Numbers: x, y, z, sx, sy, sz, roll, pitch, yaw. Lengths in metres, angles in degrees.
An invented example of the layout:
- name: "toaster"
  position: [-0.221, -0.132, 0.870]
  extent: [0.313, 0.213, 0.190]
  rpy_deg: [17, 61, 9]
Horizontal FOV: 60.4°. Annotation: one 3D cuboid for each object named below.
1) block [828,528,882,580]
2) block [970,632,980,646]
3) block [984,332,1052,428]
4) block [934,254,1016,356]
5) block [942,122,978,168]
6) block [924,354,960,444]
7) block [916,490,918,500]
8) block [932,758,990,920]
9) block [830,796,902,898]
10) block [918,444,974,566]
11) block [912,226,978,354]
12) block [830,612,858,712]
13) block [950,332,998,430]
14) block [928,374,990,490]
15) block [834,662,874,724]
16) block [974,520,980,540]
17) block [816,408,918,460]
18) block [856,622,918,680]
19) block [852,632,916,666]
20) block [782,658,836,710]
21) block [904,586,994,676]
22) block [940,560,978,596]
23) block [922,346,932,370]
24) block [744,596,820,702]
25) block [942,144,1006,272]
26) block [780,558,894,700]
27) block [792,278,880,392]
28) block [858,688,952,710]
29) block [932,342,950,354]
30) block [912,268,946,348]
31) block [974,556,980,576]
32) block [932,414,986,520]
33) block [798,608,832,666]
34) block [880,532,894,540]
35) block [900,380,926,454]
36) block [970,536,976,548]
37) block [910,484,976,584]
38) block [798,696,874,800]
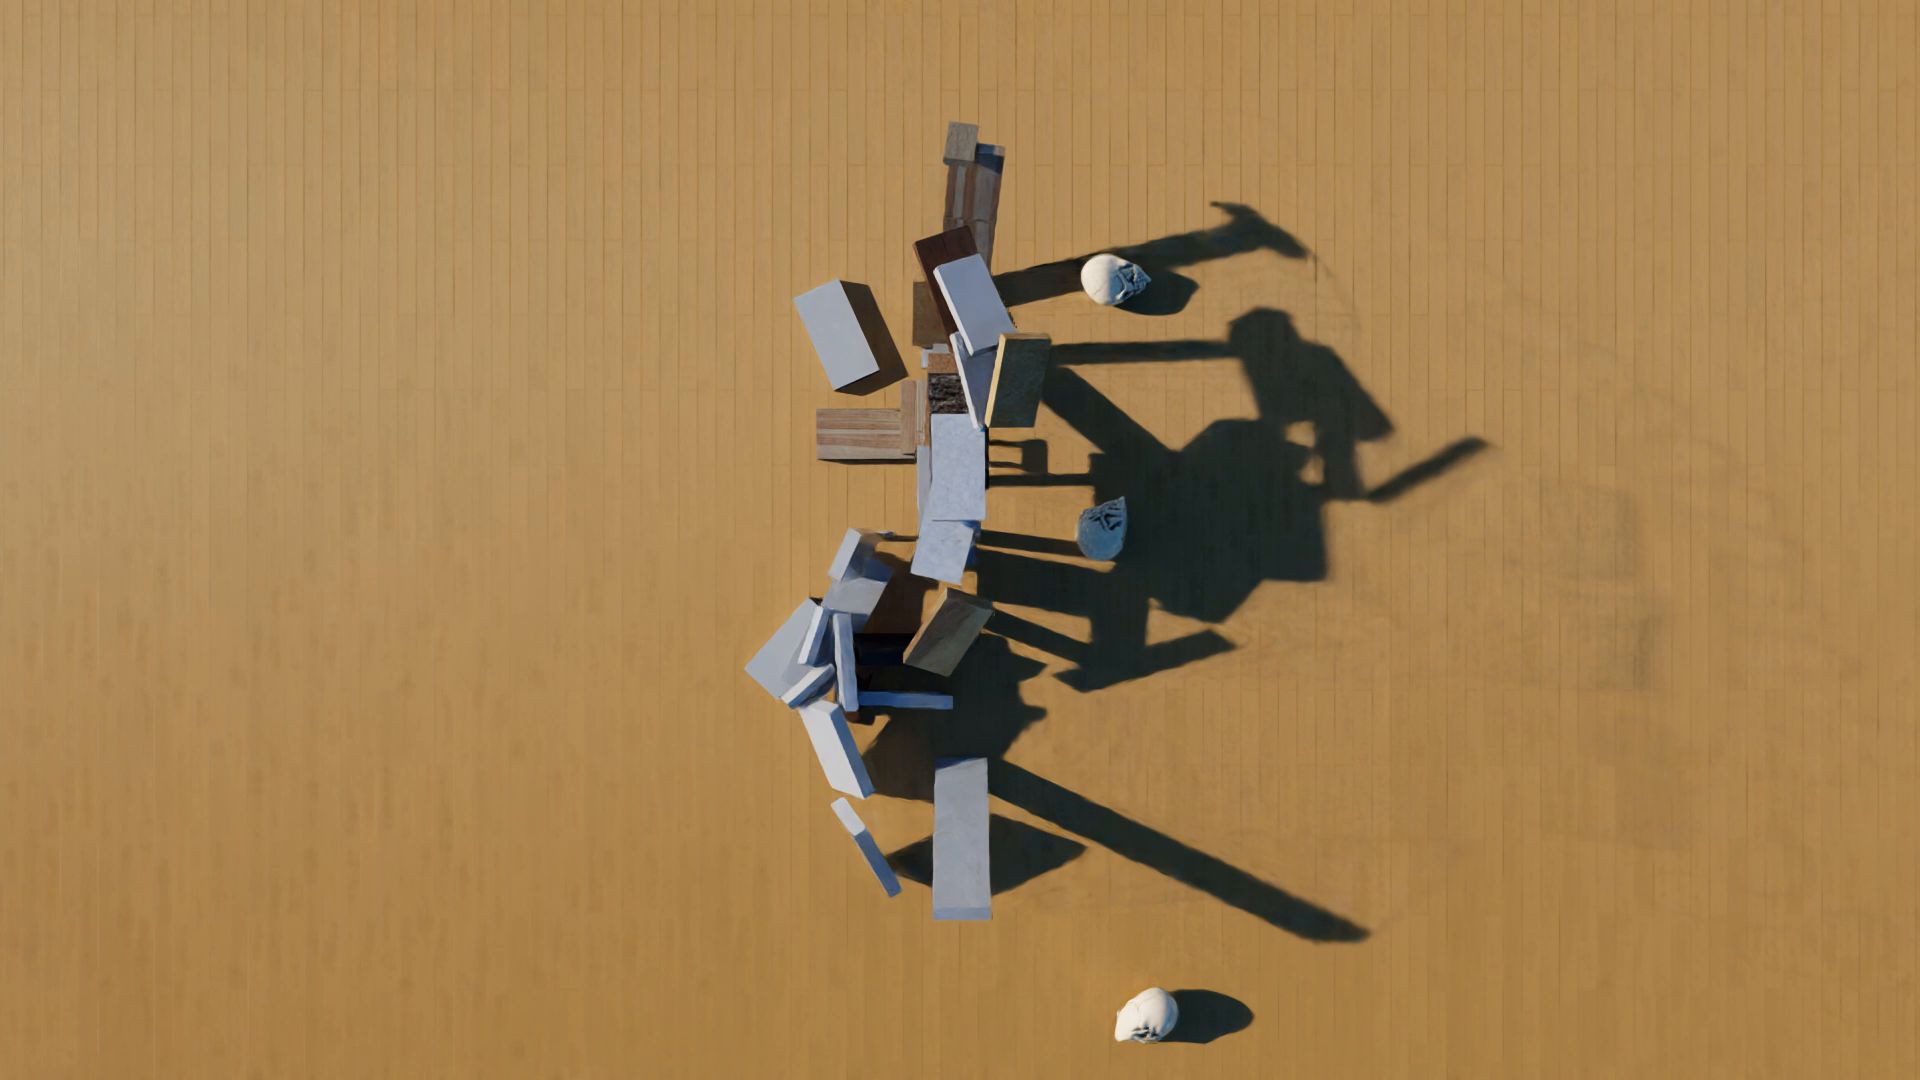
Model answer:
- name: "block"
  position: [-0.332, 0.044, 5.259]
  extent: [0.045, 0.320, 0.160]
  rpy_deg: [25, 94, 8]
- name: "block"
  position: [0.002, 0.275, 5.383]
  extent: [0.120, 0.239, 0.034]
  rpy_deg: [0, 113, 0]
- name: "block"
  position: [0.169, -0.467, 4.841]
  extent: [0.145, 0.041, 0.291]
  rpy_deg: [-2, 123, -21]
- name: "block"
  position: [0.047, -0.701, 4.915]
  extent: [0.145, 0.041, 0.291]
  rpy_deg: [-20, 77, -16]
- name: "block"
  position: [0.003, -1.203, 5.020]
  extent: [0.091, 0.026, 0.182]
  rpy_deg: [7, 49, 0]
- name: "block"
  position: [-0.019, -0.396, 5.100]
  extent: [0.177, 0.050, 0.354]
  rpy_deg: [3, 115, -2]
- name: "block"
  position: [-0.044, -0.241, 5.218]
  extent: [0.131, 0.037, 0.262]
  rpy_deg: [15, 80, 3]
- name: "block"
  position: [0.004, 0.926, 5.190]
  extent: [0.171, 0.699, 0.049]
  rpy_deg: [0, 122, 0]
- name: "block"
  position: [-0.299, 0.993, 5.322]
  extent: [0.049, 0.171, 0.343]
  rpy_deg: [-33, 130, -11]
- name: "block"
  position: [-0.043, -0.107, 5.146]
  extent: [0.177, 0.050, 0.379]
  rpy_deg: [0, 106, -1]
- name: "block"
  position: [-0.001, -0.759, 4.998]
  extent: [0.175, 0.050, 0.350]
  rpy_deg: [-19, 90, -8]
- name: "block"
  position: [-0.375, 0.396, 5.316]
  extent: [0.044, 0.156, 0.312]
  rpy_deg: [-3, 84, -15]
- name: "block"
  position: [0.078, -0.492, 4.941]
  extent: [0.145, 0.041, 0.291]
  rpy_deg: [-15, 91, -18]
- name: "block"
  position: [-0.004, -0.329, 5.035]
  extent: [0.177, 0.050, 0.354]
  rpy_deg: [-1, 103, 0]
- name: "block"
  position: [-0.359, 0.506, 5.486]
  extent: [0.095, 0.027, 0.191]
  rpy_deg: [19, 90, 0]
- name: "block"
  position: [0.001, -0.031, 5.368]
  extent: [0.131, 0.262, 0.037]
  rpy_deg: [1, 85, 0]
- name: "block"
  position: [-0.308, -0.352, 5.476]
  extent: [0.333, 0.047, 0.167]
  rpy_deg: [0, 90, 0]
- name: "block"
  position: [-0.243, 0.369, 5.475]
  extent: [0.240, 0.016, 0.056]
  rpy_deg: [-40, 86, -7]
- name: "block"
  position: [-0.196, 0.354, 5.373]
  extent: [0.312, 0.156, 0.044]
  rpy_deg: [0, 109, -19]
- name: "block"
  position: [-0.488, 0.466, 5.329]
  extent: [0.191, 0.095, 0.027]
  rpy_deg: [-42, 108, -8]
- name: "block"
  position: [-0.039, 0.292, 5.185]
  extent: [0.159, 0.045, 0.319]
  rpy_deg: [19, 128, -19]
- name: "block"
  position: [-0.004, 0.186, 5.245]
  extent: [0.120, 0.034, 0.239]
  rpy_deg: [0, 92, 0]
- name: "block"
  position: [-0.066, -0.672, 5.422]
  extent: [0.114, 0.032, 0.228]
  rpy_deg: [2, 85, 0]
- name: "block"
  position: [-0.551, 0.361, 5.477]
  extent: [0.160, 0.045, 0.320]
  rpy_deg: [42, 90, 0]
- name: "block"
  position: [0.030, -1.004, 5.261]
  extent: [0.166, 0.593, 0.047]
  rpy_deg: [7, 49, 0]
- name: "block"
  position: [-0.403, 0.278, 5.430]
  extent: [0.160, 0.045, 0.494]
  rpy_deg: [28, 82, -3]
- name: "block"
  position: [-0.410, -0.681, 5.476]
  extent: [0.167, 0.047, 0.333]
  rpy_deg: [-24, 90, 0]
- name: "block"
  position: [-0.196, 0.517, 5.380]
  extent: [0.312, 0.156, 0.044]
  rpy_deg: [5, 87, -17]
- name: "block"
  position: [-0.009, -0.478, 5.274]
  extent: [0.175, 0.050, 0.350]
  rpy_deg: [6, 52, -4]
- name: "block"
  position: [-0.062, -0.727, 5.217]
  extent: [0.175, 0.389, 0.050]
  rpy_deg: [4, 66, 0]
- name: "block"
  position: [0.003, 0.086, 5.379]
  extent: [0.120, 0.239, 0.034]
  rpy_deg: [-1, 97, 0]
- name: "block"
  position: [-0.005, -0.218, 4.970]
  extent: [0.159, 0.045, 0.319]
  rpy_deg: [-1, 89, -3]
- name: "block"
  position: [-0.472, 0.314, 5.345]
  extent: [0.027, 0.095, 0.191]
  rpy_deg: [21, 82, -18]
- name: "block"
  position: [-0.274, -0.015, 5.471]
  extent: [0.112, 0.056, 0.016]
  rpy_deg: [0, 77, 0]
- name: "block"
  position: [-0.150, -0.405, 5.440]
  extent: [0.091, 0.026, 0.240]
  rpy_deg: [0, 90, 0]
- name: "block"
  position: [0.000, -0.024, 5.114]
  extent: [0.016, 0.056, 0.112]
  rpy_deg: [-32, 104, 33]
- name: "block"
  position: [-0.039, -0.034, 5.058]
  extent: [0.159, 0.045, 0.319]
  rpy_deg: [13, 106, -3]
- name: "block"
  position: [-0.404, 0.674, 5.353]
  extent: [0.049, 0.171, 0.343]
  rpy_deg: [-37, 120, -34]
